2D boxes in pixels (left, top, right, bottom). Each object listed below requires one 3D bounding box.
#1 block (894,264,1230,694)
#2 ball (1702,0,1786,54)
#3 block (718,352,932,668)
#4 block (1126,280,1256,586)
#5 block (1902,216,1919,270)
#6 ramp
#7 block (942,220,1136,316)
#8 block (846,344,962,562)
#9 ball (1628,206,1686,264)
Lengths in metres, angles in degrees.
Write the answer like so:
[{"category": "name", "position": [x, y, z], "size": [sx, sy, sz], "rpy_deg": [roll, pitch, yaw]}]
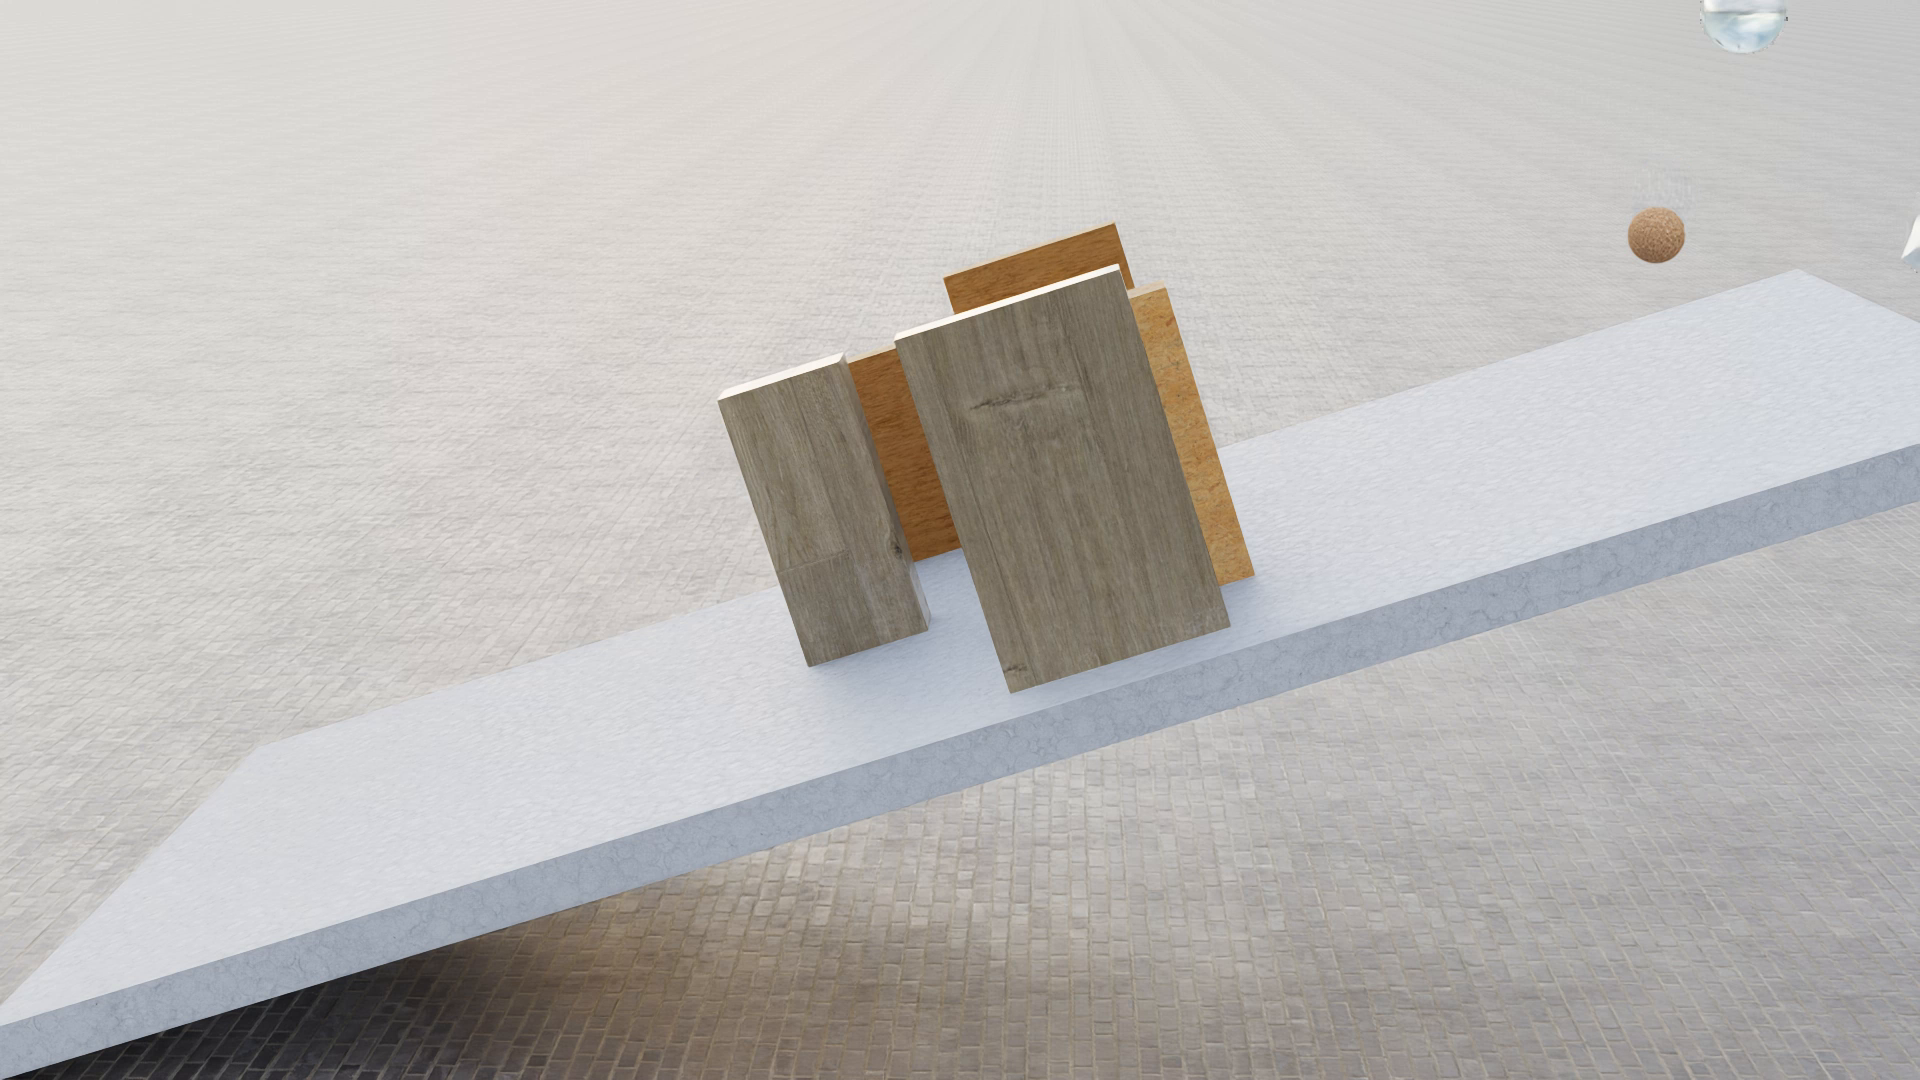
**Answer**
[{"category": "block", "position": [0.193, -0.111, 5.464], "size": [0.431, 0.698, 0.098], "rpy_deg": [-17, 10, 5]}, {"category": "ball", "position": [1.655, -1.114, 6.207], "size": [0.173, 0.173, 0.173], "rpy_deg": [0, 12, 0]}, {"category": "block", "position": [-0.287, -0.065, 6.296], "size": [0.270, 0.606, 0.149], "rpy_deg": [-17, 10, 5]}, {"category": "block", "position": [0.361, -0.183, 5.825], "size": [0.276, 0.598, 0.137], "rpy_deg": [-17, 10, 5]}, {"category": "block", "position": [1.927, -0.583, 5.725], "size": [0.112, 0.112, 0.112], "rpy_deg": [31, -28, -5]}, {"category": "ramp", "position": [0.101, 0.183, 6.310], "size": [4.000, 0.100, 2.000], "rpy_deg": [-17, 10, 5]}, {"category": "block", "position": [0.256, -0.347, 6.677], "size": [0.403, 0.661, 0.088], "rpy_deg": [-17, 10, 5]}, {"category": "block", "position": [-0.154, -0.204, 7.067], "size": [0.409, 0.505, 0.111], "rpy_deg": [-17, 10, 5]}, {"category": "ball", "position": [1.436, -0.629, 6.064], "size": [0.117, 0.117, 0.117], "rpy_deg": [0, 12, 0]}]
